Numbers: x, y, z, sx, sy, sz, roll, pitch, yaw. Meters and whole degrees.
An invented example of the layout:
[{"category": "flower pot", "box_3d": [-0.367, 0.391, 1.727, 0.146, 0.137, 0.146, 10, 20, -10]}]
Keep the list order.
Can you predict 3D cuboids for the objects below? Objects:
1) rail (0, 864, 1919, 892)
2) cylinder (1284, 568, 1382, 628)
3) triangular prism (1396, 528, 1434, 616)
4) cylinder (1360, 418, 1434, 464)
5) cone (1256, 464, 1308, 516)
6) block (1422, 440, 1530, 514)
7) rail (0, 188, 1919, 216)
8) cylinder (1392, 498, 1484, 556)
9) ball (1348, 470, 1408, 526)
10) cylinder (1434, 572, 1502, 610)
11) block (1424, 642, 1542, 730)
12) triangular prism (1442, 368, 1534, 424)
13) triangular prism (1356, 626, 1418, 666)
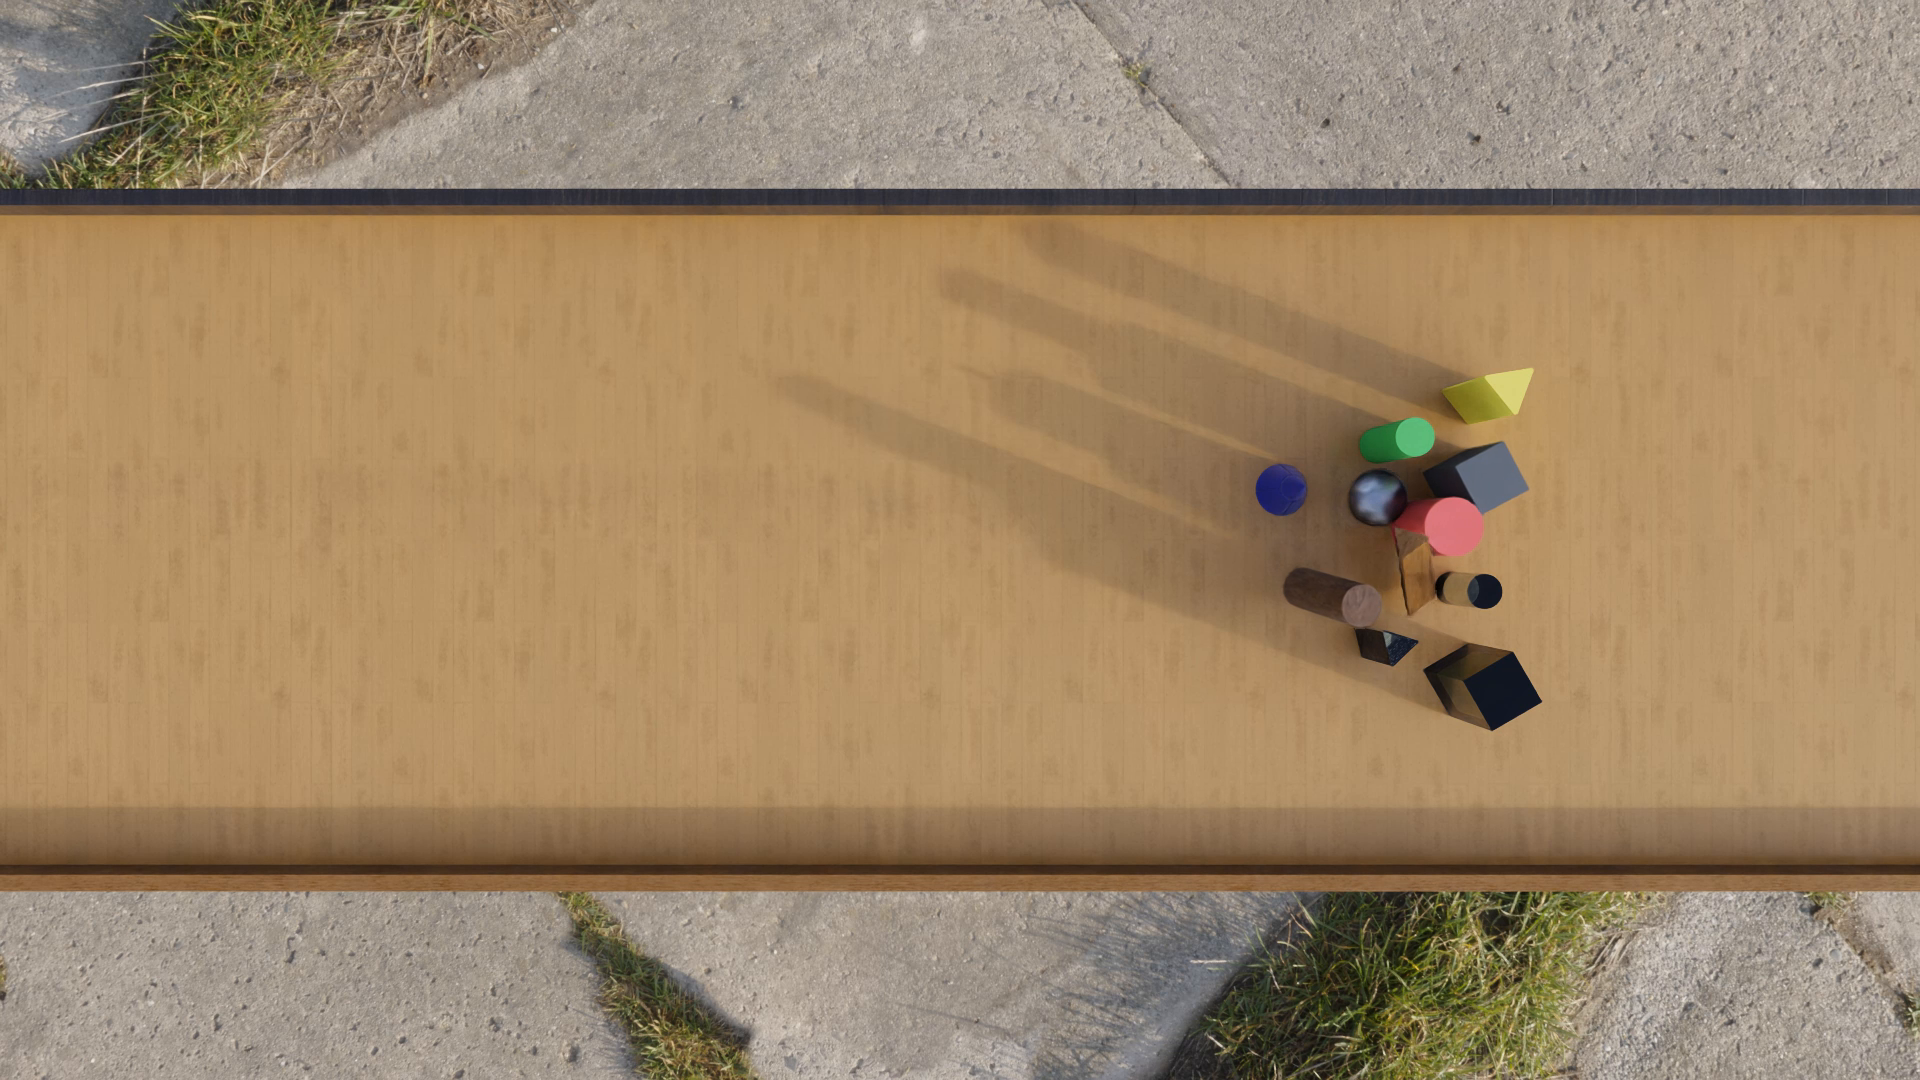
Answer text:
[{"category": "rail", "box_3d": [-2.247, 1.025, 5.001, 12.000, 0.150, 0.050, 0, 90, 0]}, {"category": "cylinder", "box_3d": [1.094, 0.166, 4.863, 0.124, 0.410, 0.124, -1, 96, -12]}, {"category": "triangular prism", "box_3d": [1.327, 0.084, 4.876, 0.101, 0.416, 0.087, -37, 59, -2]}, {"category": "cylinder", "box_3d": [1.285, -0.291, 4.866, 0.111, 0.422, 0.111, 0, 90, 0]}, {"category": "cone", "box_3d": [0.990, -0.154, 4.902, 0.160, 0.348, 0.160, 0, 90, 0]}, {"category": "block", "box_3d": [1.529, -0.177, 4.907, 0.159, 0.338, 0.159, -28, 89, 0]}, {"category": "rail", "box_3d": [-2.247, -1.025, 5.002, 12.000, 0.150, 0.050, 0, 90, 0]}, {"category": "cylinder", "box_3d": [1.413, -0.038, 4.900, 0.171, 0.352, 0.171, 0, 90, -1]}, {"category": "ball", "box_3d": [1.264, -0.125, 4.991, 0.171, 0.171, 0.171, 0, 90, 0]}, {"category": "cylinder", "box_3d": [1.512, 0.148, 4.914, 0.102, 0.325, 0.102, 0, 90, 0]}, {"category": "block", "box_3d": [1.537, 0.429, 4.873, 0.165, 0.406, 0.165, -30, 90, 0]}, {"category": "triangular prism", "box_3d": [1.572, -0.445, 4.866, 0.120, 0.422, 0.138, -39, 90, 0]}, {"category": "triangular prism", "box_3d": [1.245, 0.294, 4.902, 0.105, 0.349, 0.091, -43, 90, 0]}]
